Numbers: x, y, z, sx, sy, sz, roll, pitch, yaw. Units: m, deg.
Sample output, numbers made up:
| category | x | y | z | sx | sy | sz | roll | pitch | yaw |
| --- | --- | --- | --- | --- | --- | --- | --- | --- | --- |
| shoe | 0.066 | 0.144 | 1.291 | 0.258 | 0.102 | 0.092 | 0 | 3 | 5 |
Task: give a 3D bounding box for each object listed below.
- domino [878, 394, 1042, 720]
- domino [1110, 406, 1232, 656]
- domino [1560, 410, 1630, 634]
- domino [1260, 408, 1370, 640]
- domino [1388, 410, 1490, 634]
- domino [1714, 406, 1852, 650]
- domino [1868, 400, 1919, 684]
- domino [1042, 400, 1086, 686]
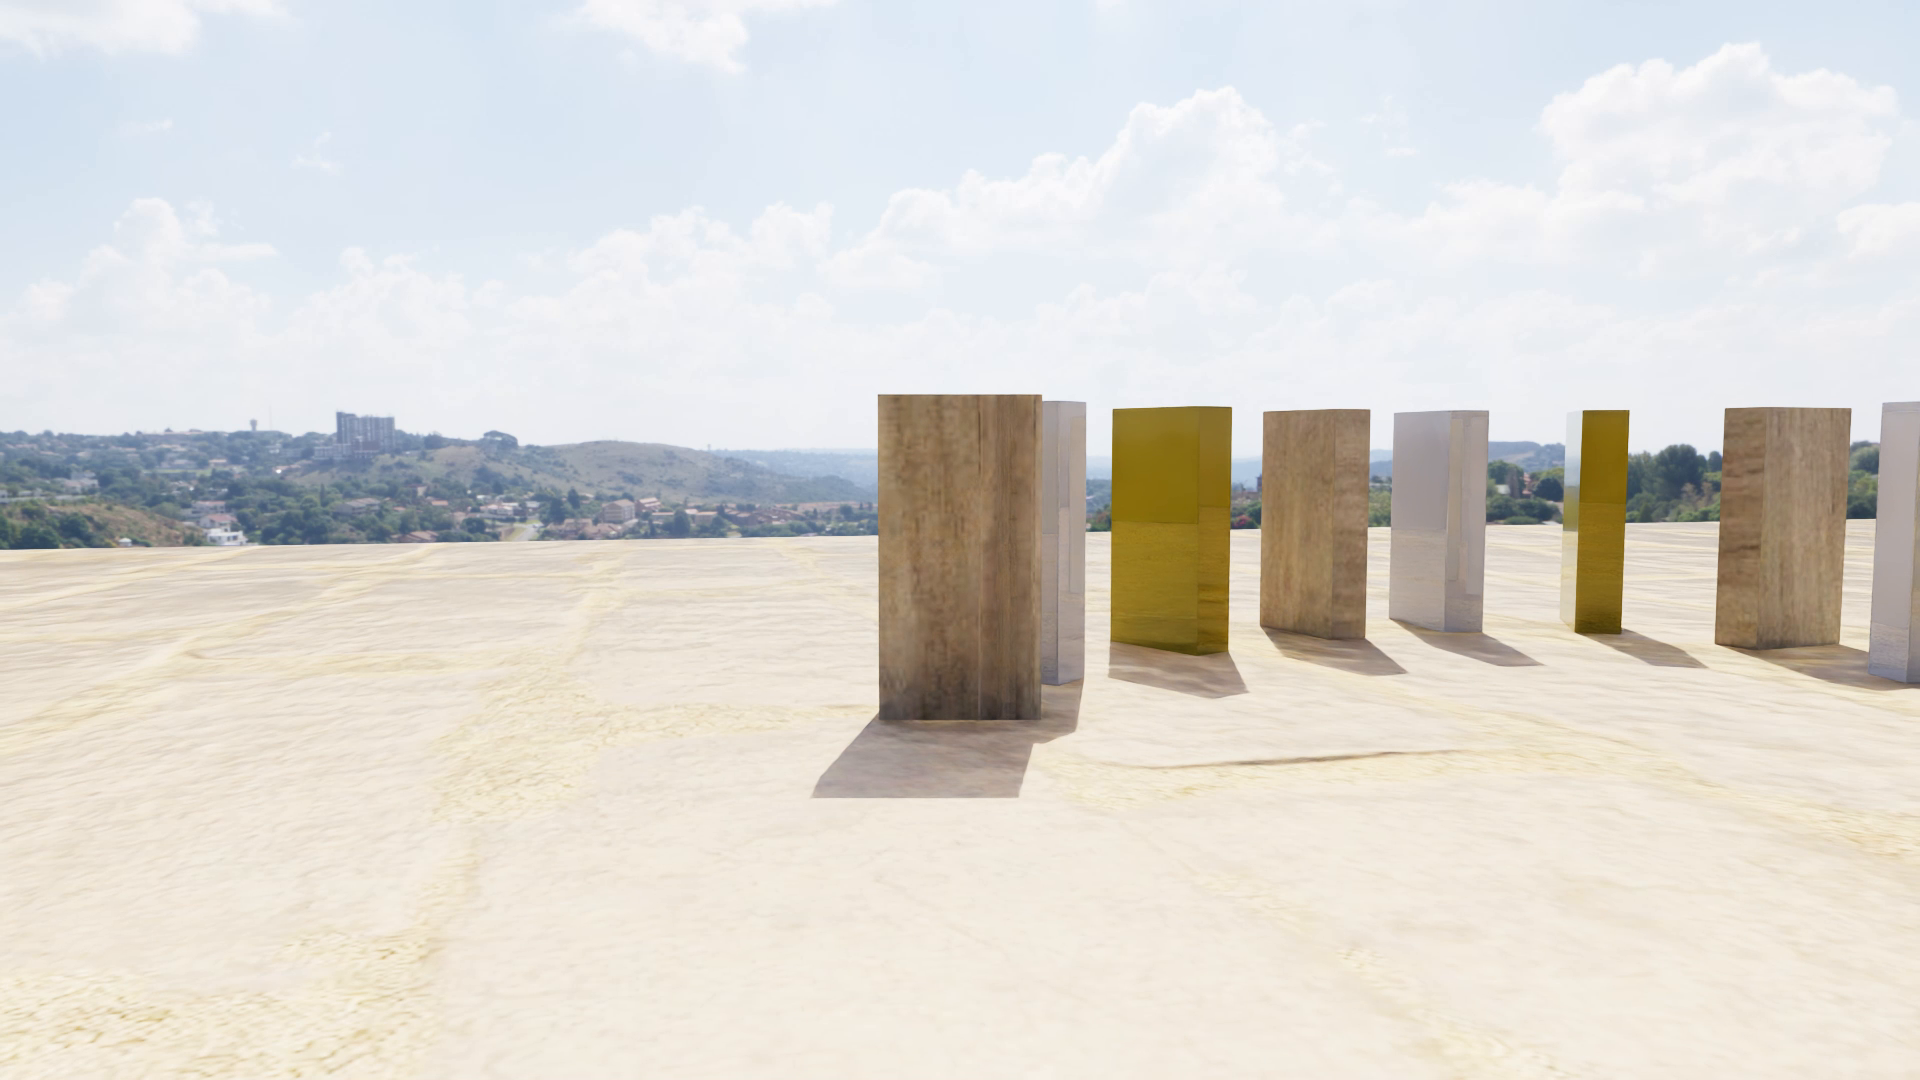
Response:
| category | x | y | z | sx | sy | sz | roll | pitch | yaw |
| --- | --- | --- | --- | --- | --- | --- | --- | --- | --- |
| domino | 0.000 | 0.002 | 0.201 | 0.025 | 0.050 | 0.009 | 0 | 4 | 0 |
| domino | 0.044 | -0.003 | 0.269 | 0.009 | 0.050 | 0.025 | -3 | 5 | -37 |
| domino | 0.147 | -0.005 | 0.298 | 0.010 | 0.050 | 0.025 | 1 | 5 | 18 |
| domino | 0.080 | -0.004 | 0.289 | 0.009 | 0.050 | 0.025 | -2 | 5 | -24 |
| domino | 0.111 | -0.005 | 0.300 | 0.010 | 0.050 | 0.025 | -1 | 4 | -10 |
| domino | 0.174 | -0.003 | 0.271 | 0.025 | 0.050 | 0.009 | -2 | 5 | -21 |
| domino | 0.181 | 0.000 | 0.231 | 0.025 | 0.050 | 0.009 | 0 | 4 | -1 |
| domino | 0.010 | 0.000 | 0.235 | 0.025 | 0.050 | 0.010 | 3 | 5 | 35 |
